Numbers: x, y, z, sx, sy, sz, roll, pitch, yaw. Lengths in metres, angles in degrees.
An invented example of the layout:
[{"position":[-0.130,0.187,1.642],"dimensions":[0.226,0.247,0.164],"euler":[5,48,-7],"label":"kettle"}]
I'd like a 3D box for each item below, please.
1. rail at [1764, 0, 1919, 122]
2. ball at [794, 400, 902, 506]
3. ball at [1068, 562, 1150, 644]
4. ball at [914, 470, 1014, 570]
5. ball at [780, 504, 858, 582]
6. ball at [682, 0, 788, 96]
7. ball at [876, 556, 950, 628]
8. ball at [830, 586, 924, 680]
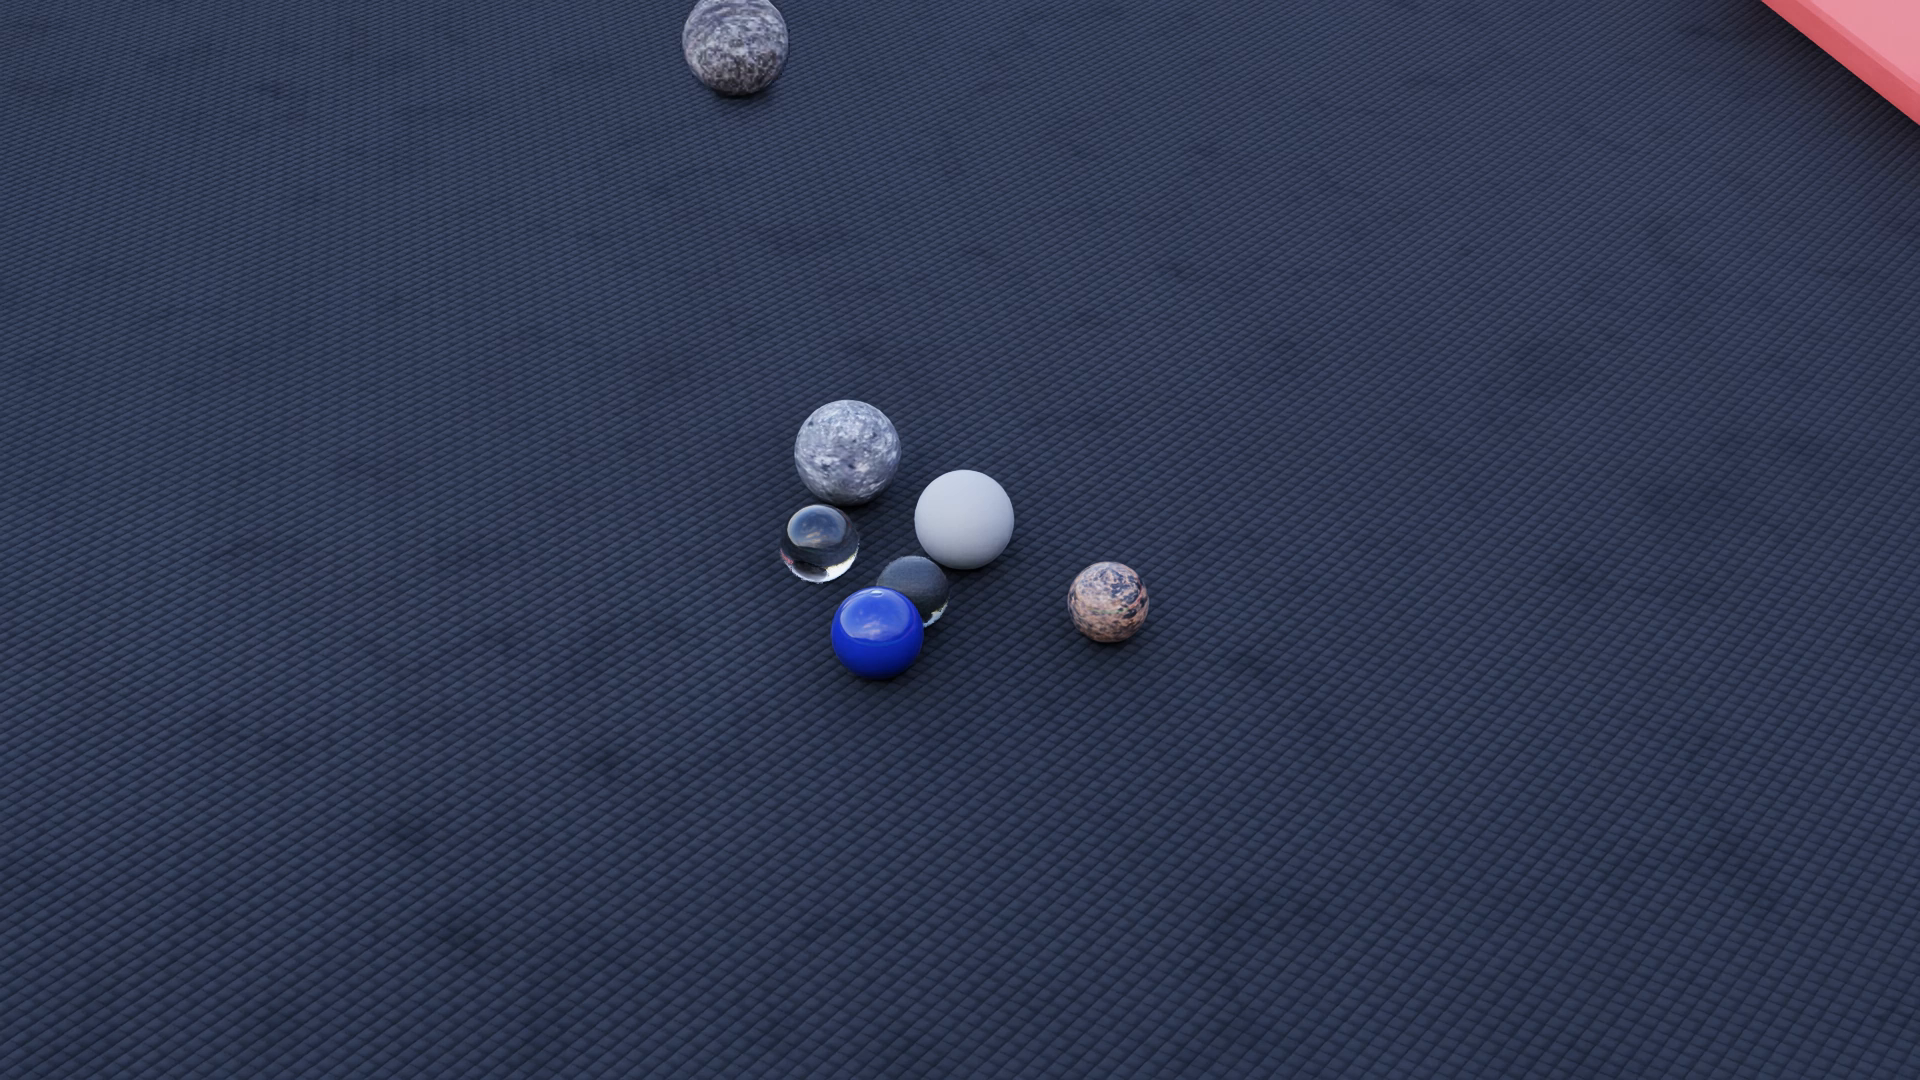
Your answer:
[{"position":[0.735,-0.528,2.664],"dimensions":[0.045,0.117,3.576],"euler":[-5,29,-8],"label":"rail"},{"position":[-0.071,-0.055,1.861],"dimensions":[0.068,0.068,0.068],"euler":[0,29,0],"label":"ball"},{"position":[0.086,0.036,1.717],"dimensions":[0.048,0.048,0.048],"euler":[0,29,0],"label":"ball"},{"position":[0.003,-0.012,1.791],"dimensions":[0.061,0.061,0.061],"euler":[0,29,0],"label":"ball"},{"position":[-0.085,0.002,1.779],"dimensions":[0.048,0.048,0.048],"euler":[0,29,0],"label":"ball"},{"position":[-0.191,-0.424,2.507],"dimensions":[0.090,0.090,0.090],"euler":[0,29,0],"label":"ball"},{"position":[-0.028,0.031,1.730],"dimensions":[0.044,0.044,0.044],"euler":[0,29,0],"label":"ball"},{"position":[-0.047,0.053,1.680],"dimensions":[0.053,0.053,0.053],"euler":[0,29,0],"label":"ball"}]
